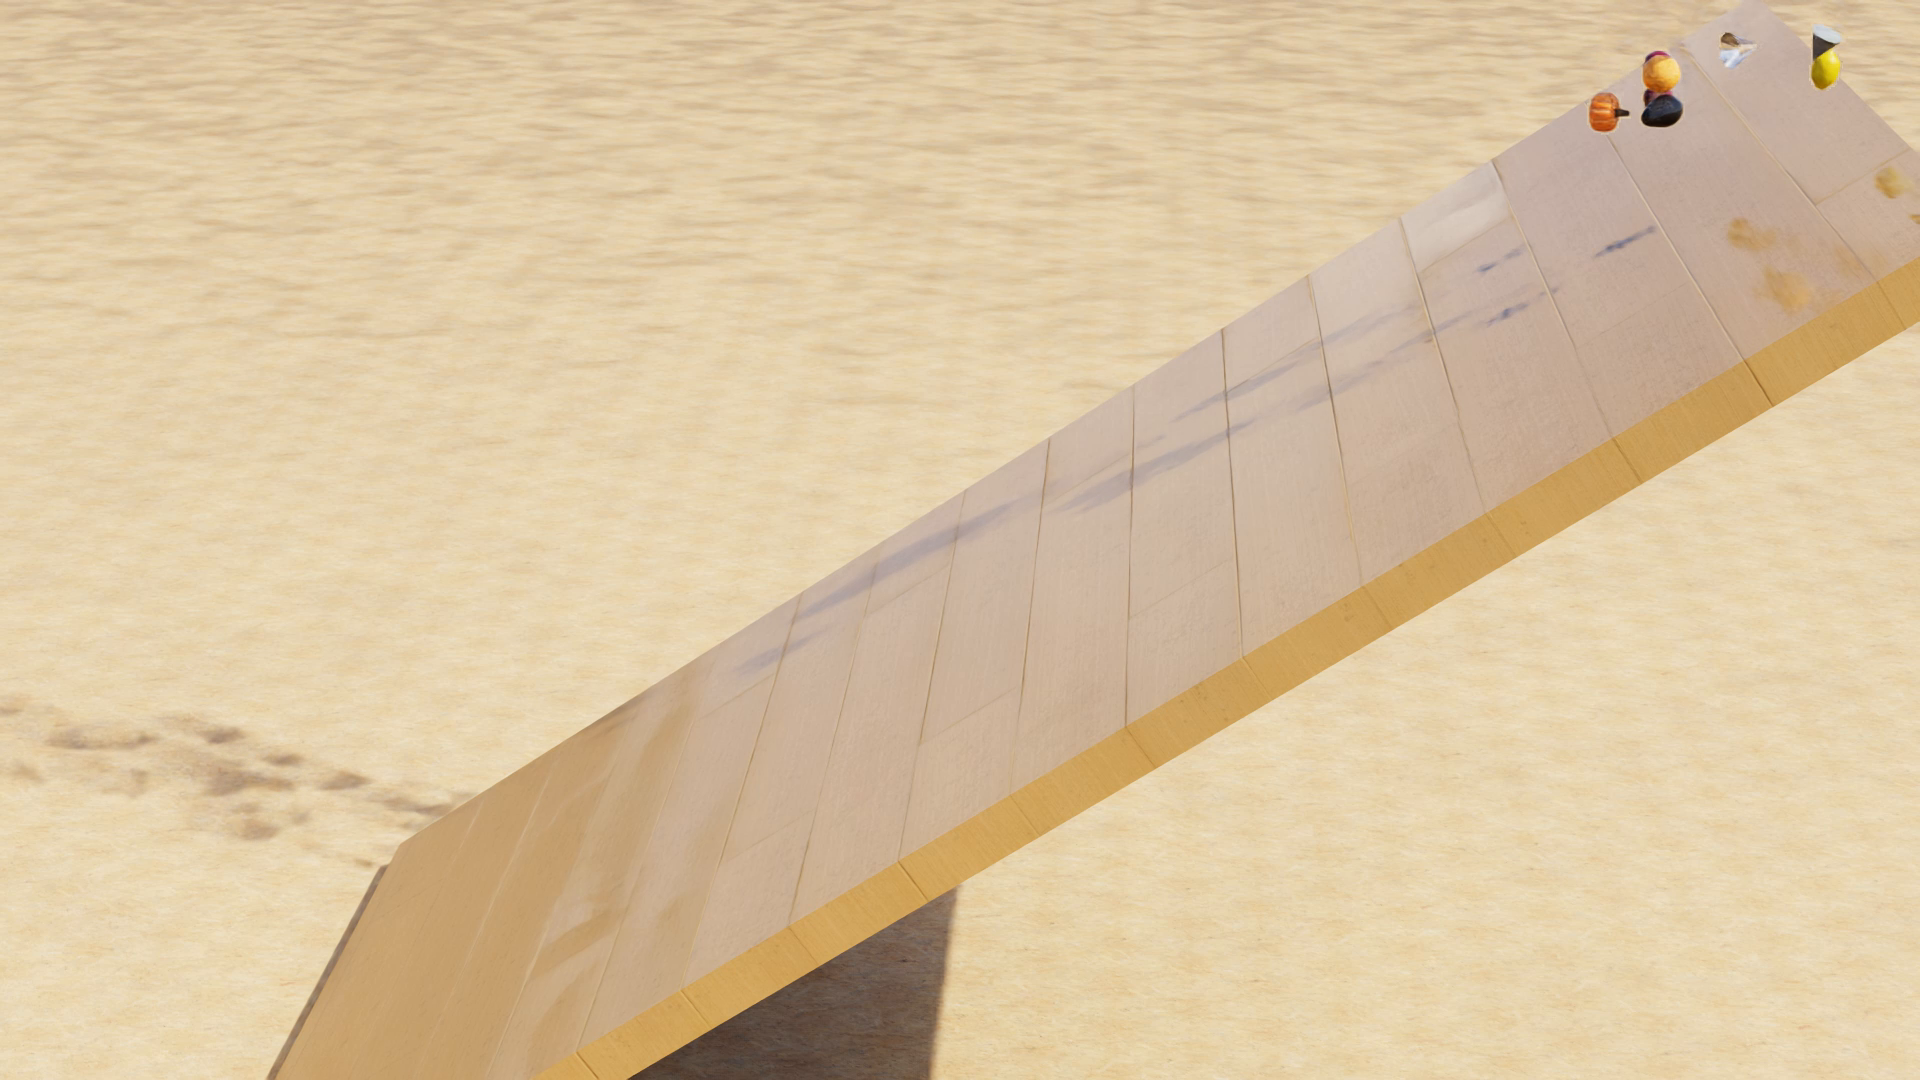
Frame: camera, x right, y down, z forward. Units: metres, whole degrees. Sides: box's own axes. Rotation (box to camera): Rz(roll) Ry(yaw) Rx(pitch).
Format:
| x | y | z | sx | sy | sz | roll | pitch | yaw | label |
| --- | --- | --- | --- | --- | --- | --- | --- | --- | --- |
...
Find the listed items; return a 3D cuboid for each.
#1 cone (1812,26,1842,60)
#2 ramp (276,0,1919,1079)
| x | y | z | sx | sy | sz | roll | pitch | yaw | label |
| --- | --- | --- | --- | --- | --- | --- | --- | --- | --- |
| 1.595 | -0.914 | 5.457 | 0.059 | 0.059 | 0.059 | 12 | 39 | -10 | cone |
| 0.137 | 0.173 | 6.303 | 4.000 | 0.100 | 2.000 | -32 | 16 | 15 | ramp |
